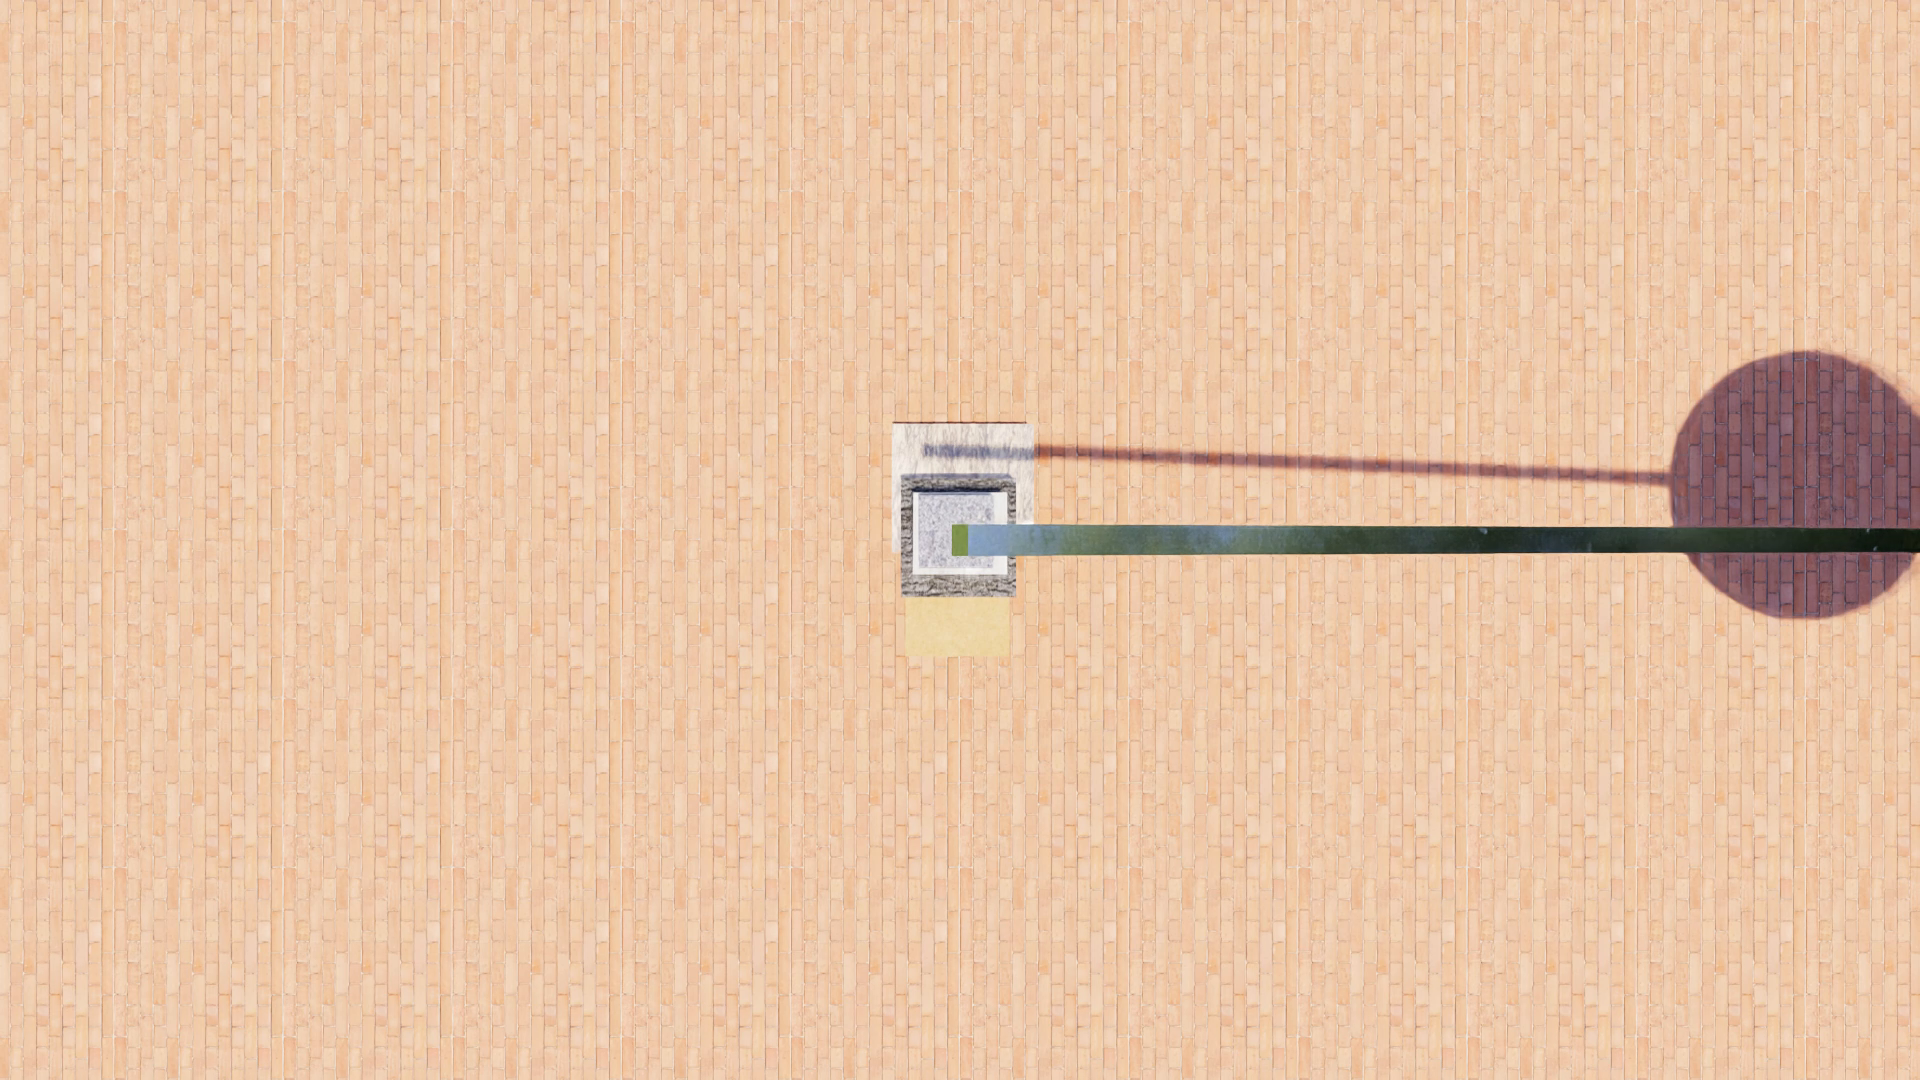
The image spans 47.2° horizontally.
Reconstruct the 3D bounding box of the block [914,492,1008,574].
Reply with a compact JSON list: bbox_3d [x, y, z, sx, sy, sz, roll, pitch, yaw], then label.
[{"bbox_3d":[0.000,-0.028,11.078,0.464,0.389,0.403,0,89,0],"label":"block"}]

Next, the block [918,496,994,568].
[{"bbox_3d":[-0.017,-0.037,10.697,0.358,0.372,0.342,0,89,0],"label":"block"}]

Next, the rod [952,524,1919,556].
[{"bbox_3d":[2.212,0.000,6.872,5.200,0.080,0.080,0,90,-32],"label":"rod"}]

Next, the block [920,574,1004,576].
[{"bbox_3d":[0.010,-0.019,11.508,0.442,0.473,0.406,0,89,0],"label":"block"}]

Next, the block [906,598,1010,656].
[{"bbox_3d":[-0.015,0.368,12.669,0.584,0.662,0.571,0,90,0],"label":"block"}]

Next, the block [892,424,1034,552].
[{"bbox_3d":[0.015,-0.291,12.674,0.798,0.651,0.725,0,90,0],"label":"block"}]

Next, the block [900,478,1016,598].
[{"bbox_3d":[-0.008,-0.007,12.043,0.616,0.595,0.637,0,89,0],"label":"block"}]
